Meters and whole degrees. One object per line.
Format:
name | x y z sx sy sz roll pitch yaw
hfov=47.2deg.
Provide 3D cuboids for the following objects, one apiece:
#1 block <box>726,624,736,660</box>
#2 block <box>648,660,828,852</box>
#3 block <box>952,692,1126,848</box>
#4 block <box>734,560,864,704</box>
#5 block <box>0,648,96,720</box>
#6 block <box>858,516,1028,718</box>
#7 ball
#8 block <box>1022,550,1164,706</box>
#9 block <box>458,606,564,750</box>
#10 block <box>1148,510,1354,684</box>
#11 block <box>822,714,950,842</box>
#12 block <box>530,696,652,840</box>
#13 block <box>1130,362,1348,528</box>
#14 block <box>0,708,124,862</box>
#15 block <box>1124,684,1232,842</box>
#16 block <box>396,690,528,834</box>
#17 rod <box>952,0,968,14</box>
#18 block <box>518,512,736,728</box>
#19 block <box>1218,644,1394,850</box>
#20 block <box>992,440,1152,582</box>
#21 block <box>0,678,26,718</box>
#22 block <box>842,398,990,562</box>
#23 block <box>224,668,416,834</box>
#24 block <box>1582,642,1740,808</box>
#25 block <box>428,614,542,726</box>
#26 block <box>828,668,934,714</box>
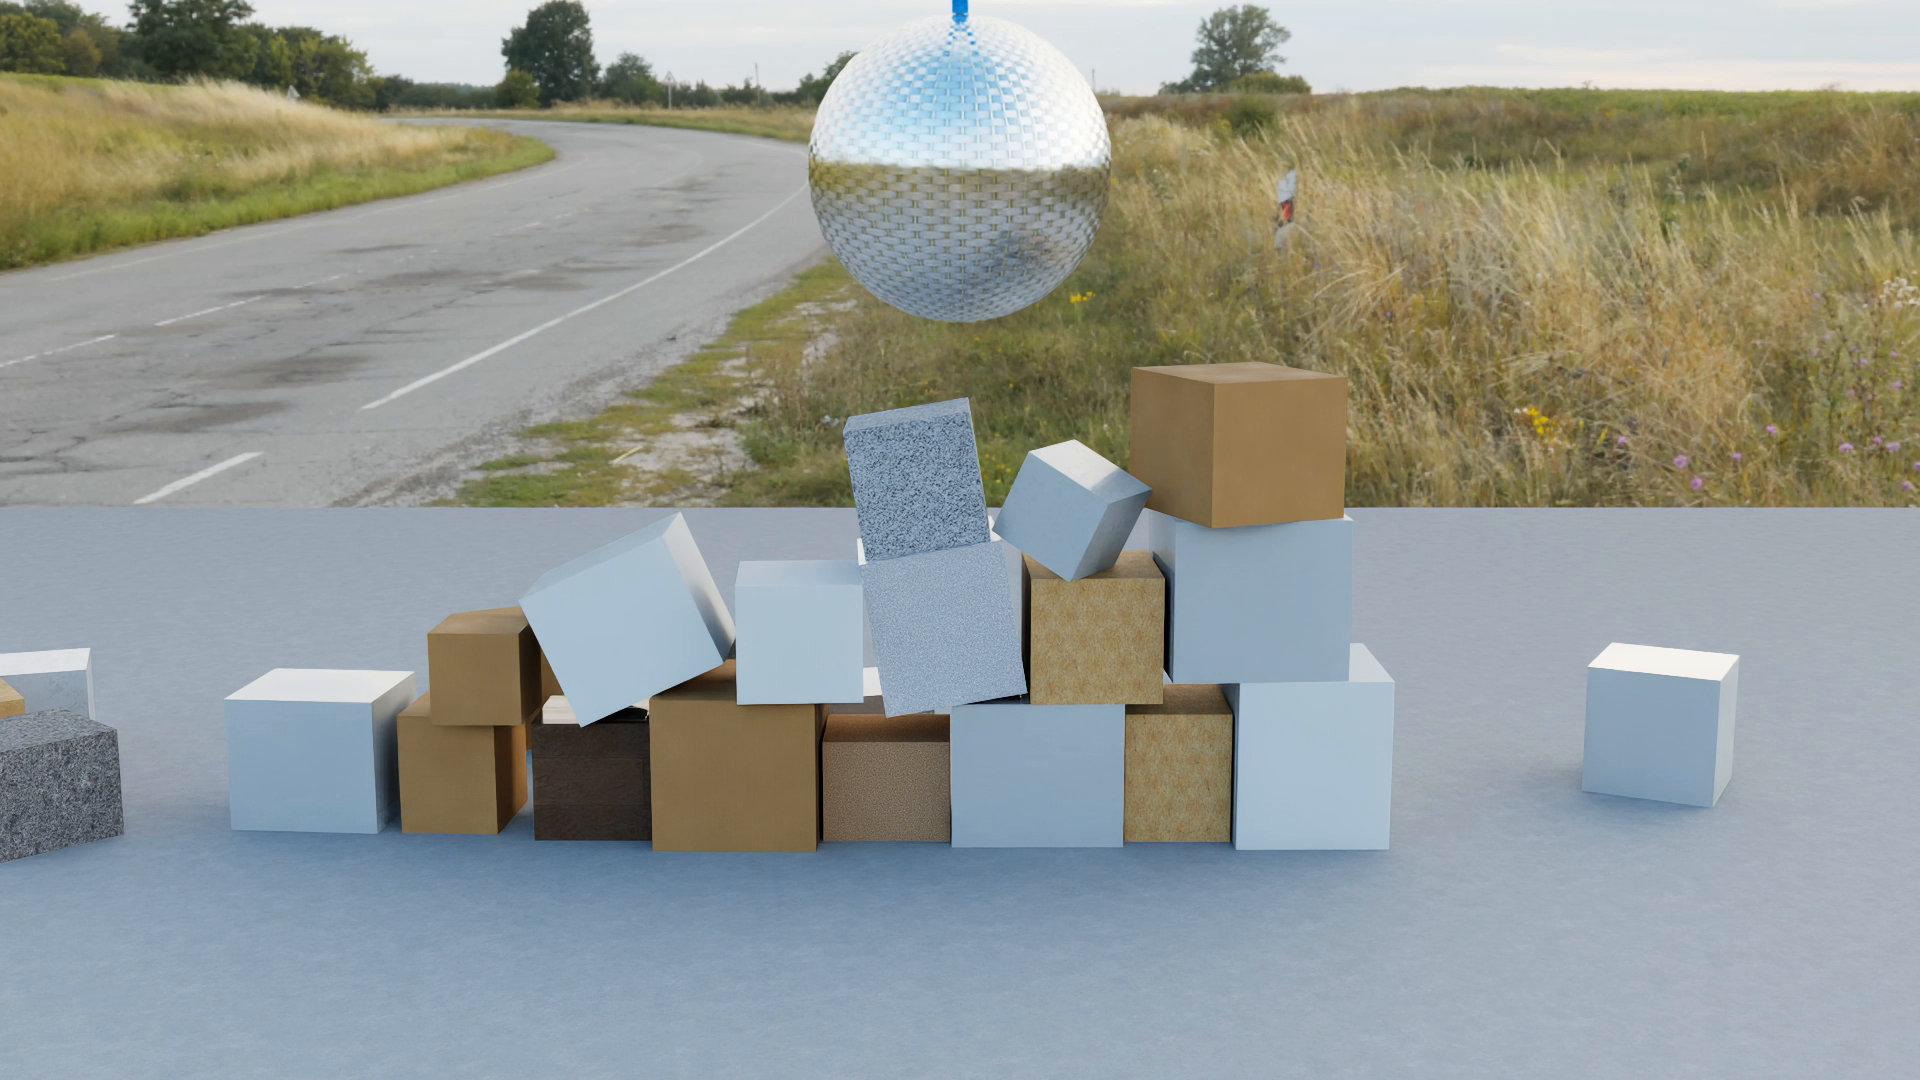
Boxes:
block | -1.620 0.865 13.026 0.620 0.638 0.695 5 11 24
block | -1.119 1.098 11.350 0.818 0.779 0.878 0 10 1
block | 0.390 1.114 11.371 0.862 0.740 0.758 0 10 0
block | -0.804 0.454 11.065 0.619 0.589 0.660 -1 10 -3
block | -5.310 0.971 12.693 0.554 0.547 0.573 -4 11 -19
block | -0.102 0.377 11.201 0.710 0.782 0.751 -10 10 -2
ball | 0.000 -1.945 11.539 1.600 1.600 1.600 0 10 0
block | 0.667 0.436 11.249 0.659 0.638 0.758 0 10 -2
block | -2.557 0.807 13.192 0.702 0.692 0.749 -6 12 -31
block | 1.461 0.227 11.228 0.876 0.808 0.897 -1 10 -3
block | -0.372 1.224 11.385 0.641 0.519 0.552 0 10 0
block | -1.852 1.174 11.392 0.614 0.614 0.567 0 10 0
block | 1.378 -0.491 10.981 0.746 0.695 0.835 -4 11 -23
block | -4.745 1.239 11.205 0.641 0.554 0.664 10 14 43
block | 1.099 1.147 11.396 0.537 0.666 0.628 0 10 0
block | -2.597 1.149 11.515 0.499 0.620 0.600 1 10 4
rod | 0.000 -5.197 10.544 0.080 5.200 0.080 0 17 0
block | -1.679 0.392 11.255 0.788 0.708 0.755 -24 9 4
block | 1.765 1.051 11.371 0.767 0.864 0.855 0 10 0
block | 0.558 -0.151 10.933 0.489 0.459 0.506 34 24 20
block | -5.311 1.120 11.708 0.545 0.607 0.569 -7 12 -34
block | -0.211 -0.313 11.045 0.622 0.649 0.602 -9 10 2
block | -3.343 1.100 11.577 0.774 0.693 0.664 1 10 5
block | 3.855 1.004 12.095 0.688 0.697 0.647 5 12 27
block | -2.412 0.654 11.195 0.456 0.468 0.466 0 10 2
block | -0.498 1.050 12.289 0.570 0.537 0.630 -3 11 -16
